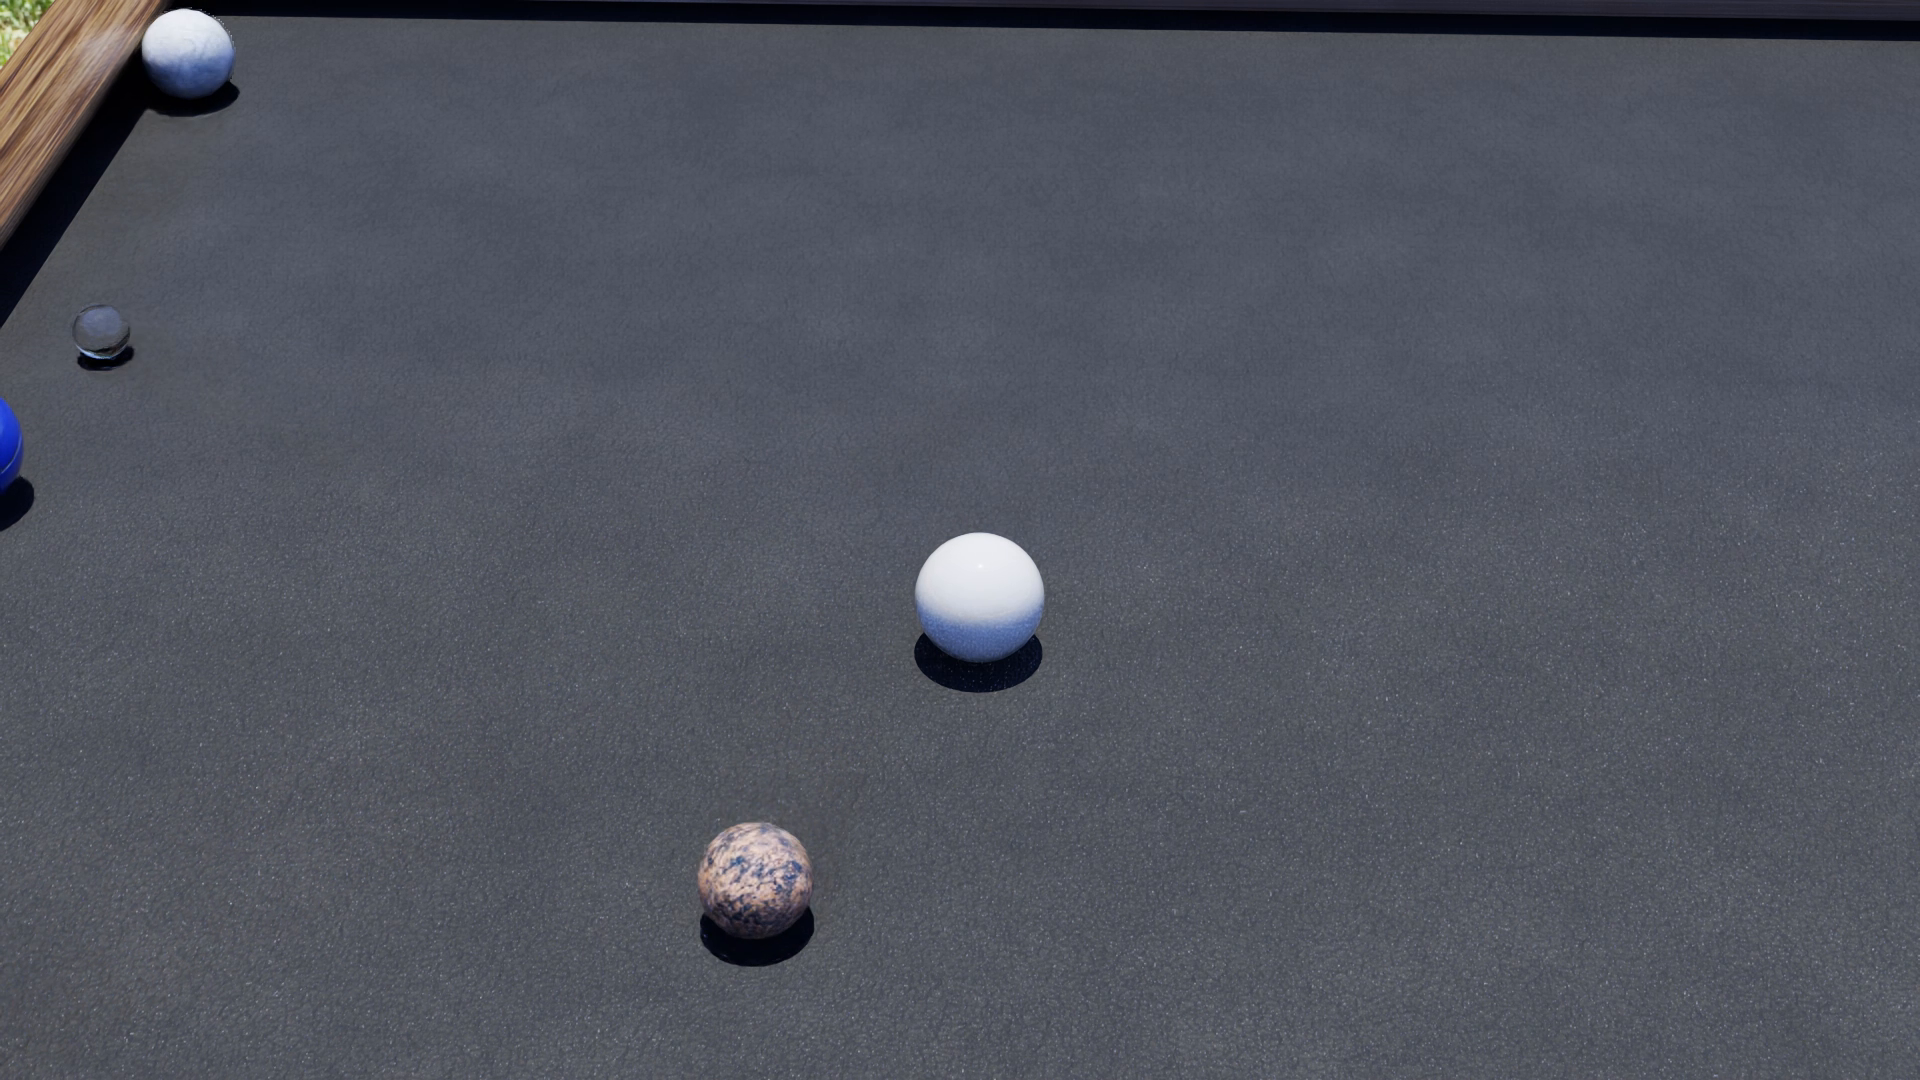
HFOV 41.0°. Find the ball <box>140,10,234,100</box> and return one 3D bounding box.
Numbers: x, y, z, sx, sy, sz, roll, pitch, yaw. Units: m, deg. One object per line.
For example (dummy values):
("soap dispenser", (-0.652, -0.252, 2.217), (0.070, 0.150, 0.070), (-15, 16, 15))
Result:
("ball", (-0.714, -0.448, 2.370), (0.083, 0.083, 0.083), (0, 36, 0))

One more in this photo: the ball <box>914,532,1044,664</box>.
("ball", (0.013, 0.038, 1.687), (0.086, 0.086, 0.086), (0, 36, 0))

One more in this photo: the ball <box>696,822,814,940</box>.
("ball", (-0.118, 0.197, 1.482), (0.067, 0.067, 0.067), (0, 36, 0))

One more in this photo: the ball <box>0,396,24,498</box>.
("ball", (-0.716, -0.066, 1.824), (0.097, 0.097, 0.097), (0, 36, 0))

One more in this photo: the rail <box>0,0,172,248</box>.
("rail", (-0.799, -0.042, 1.762), (0.045, 0.126, 1.927), (1, 36, 2))

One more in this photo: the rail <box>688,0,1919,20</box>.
("rail", (0.857, -0.554, 2.479), (3.294, 0.126, 0.045), (1, 36, 2))

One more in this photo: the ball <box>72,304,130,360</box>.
("ball", (-0.671, -0.162, 2.004), (0.043, 0.043, 0.043), (0, 36, 0))
